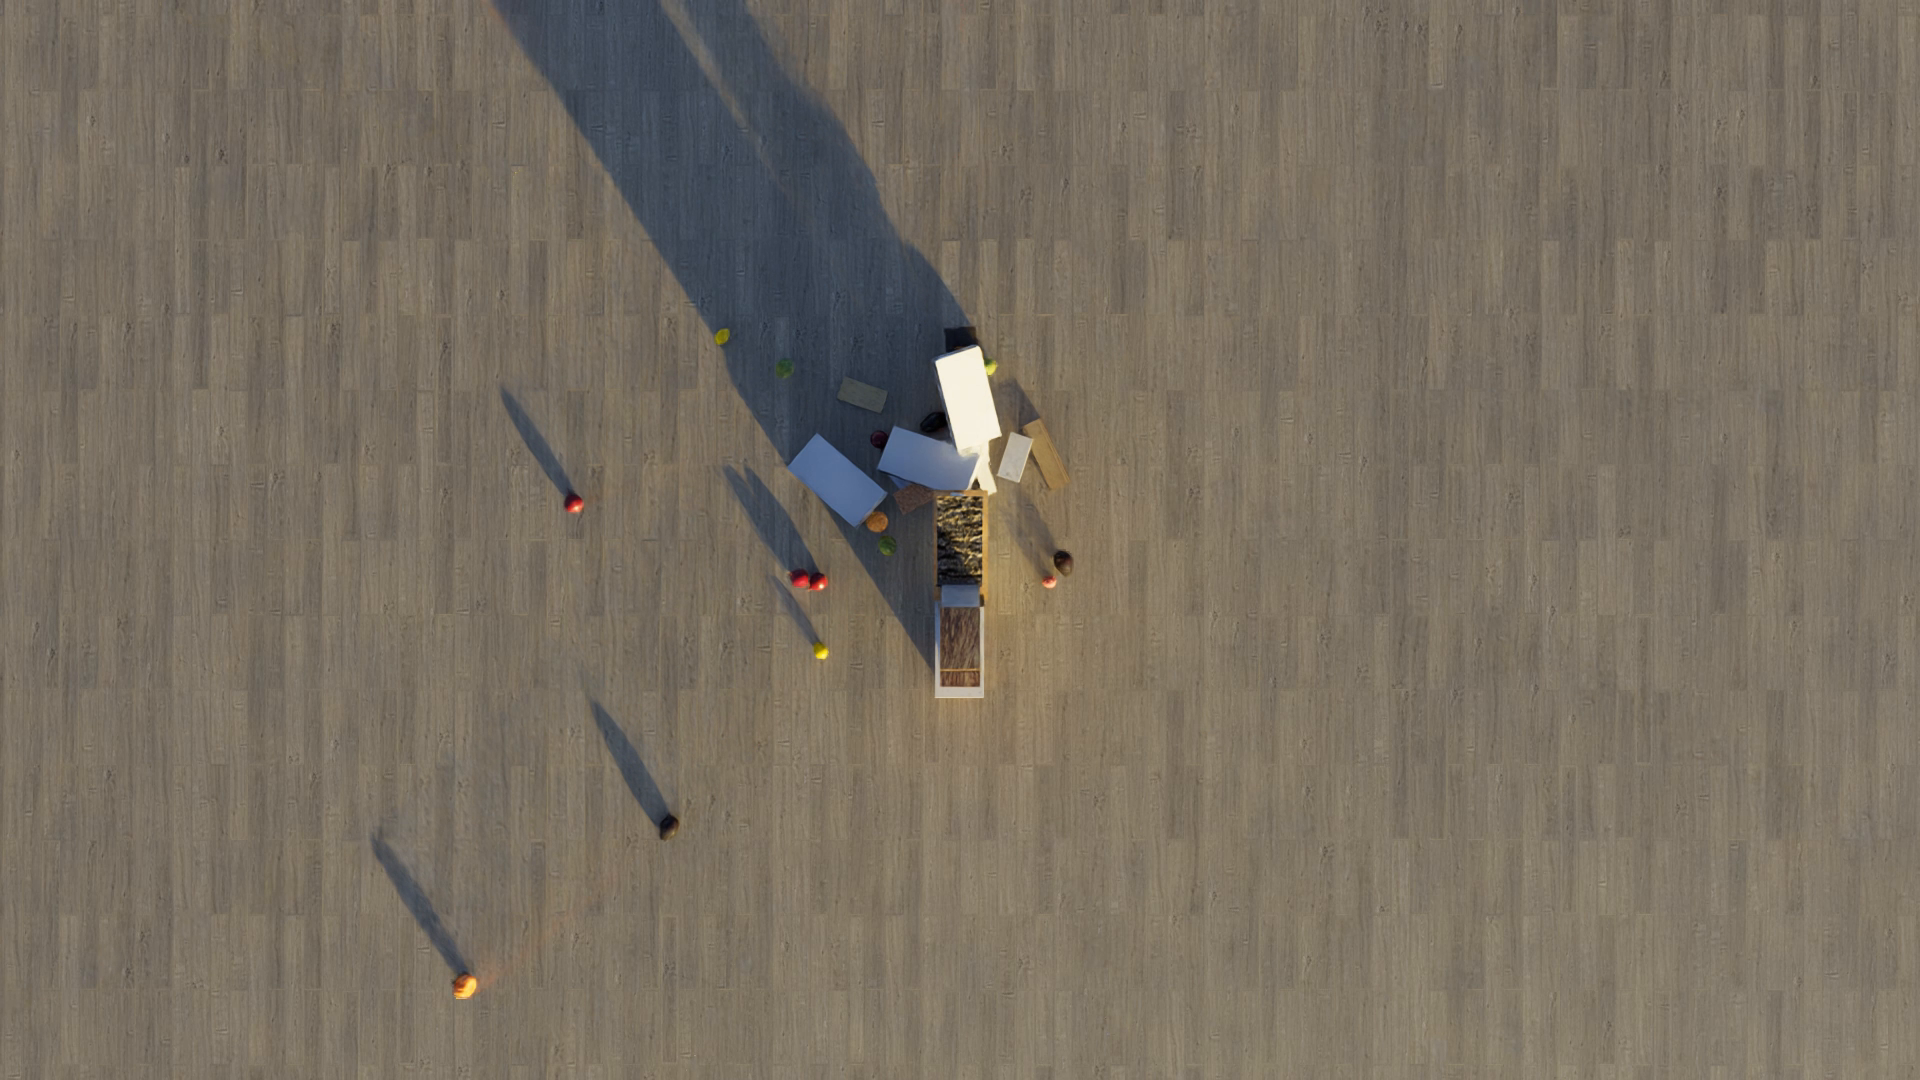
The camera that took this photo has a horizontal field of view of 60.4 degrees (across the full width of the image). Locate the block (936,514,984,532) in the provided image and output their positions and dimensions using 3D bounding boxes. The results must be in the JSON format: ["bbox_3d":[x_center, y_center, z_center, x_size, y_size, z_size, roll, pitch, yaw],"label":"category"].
[{"bbox_3d":[-0.001,-0.049,4.976,0.133,0.266,0.038,8,82,0],"label":"block"}]

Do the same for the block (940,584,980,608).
[{"bbox_3d":[0.000,0.190,4.711,0.110,0.220,0.031,0,114,0],"label":"block"}]

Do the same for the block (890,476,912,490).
[{"bbox_3d":[-0.175,-0.198,5.489,0.076,0.021,0.151,-41,90,0],"label":"block"}]

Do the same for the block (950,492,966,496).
[{"bbox_3d":[-0.012,-0.100,5.104,0.046,0.013,0.092,8,90,0],"label":"block"}]

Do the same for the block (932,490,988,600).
[{"bbox_3d":[0.001,0.015,5.135,0.171,0.048,0.341,0,90,0],"label":"block"}]

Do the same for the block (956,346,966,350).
[{"bbox_3d":[0.018,-0.553,5.393,0.078,0.022,0.156,7,93,-1],"label":"block"}]

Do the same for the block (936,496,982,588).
[{"bbox_3d":[0.000,0.004,4.824,0.133,0.038,0.266,0,91,0],"label":"block"}]

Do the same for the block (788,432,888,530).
[{"bbox_3d":[-0.405,-0.195,5.444,0.310,0.044,0.155,41,90,13],"label":"block"}]

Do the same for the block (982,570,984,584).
[{"bbox_3d":[0.001,0.107,4.978,0.133,0.266,0.038,0,91,0],"label":"block"}]

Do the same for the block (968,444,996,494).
[{"bbox_3d":[0.062,-0.266,5.453,0.046,0.013,0.246,-18,109,3],"label":"block"}]

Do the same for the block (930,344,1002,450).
[{"bbox_3d":[0.021,-0.462,5.344,0.155,0.044,0.311,-20,112,-14],"label":"block"}]

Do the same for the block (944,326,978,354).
[{"bbox_3d":[0.010,-0.594,5.416,0.103,0.029,0.206,-6,93,0],"label":"block"}]

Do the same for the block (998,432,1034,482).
[{"bbox_3d":[0.183,-0.275,5.477,0.076,0.021,0.151,19,96,6],"label":"block"}]

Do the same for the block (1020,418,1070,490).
[{"bbox_3d":[0.286,-0.286,5.489,0.076,0.021,0.232,-25,90,0],"label":"block"}]

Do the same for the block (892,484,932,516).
[{"bbox_3d":[-0.137,-0.153,5.468,0.156,0.022,0.078,-27,90,0],"label":"block"}]

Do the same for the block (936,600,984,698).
[{"bbox_3d":[-0.002,0.341,5.176,0.151,0.043,0.302,0,90,0],"label":"block"}]

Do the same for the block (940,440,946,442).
[{"bbox_3d":[-0.088,-0.303,5.493,0.092,0.013,0.046,-9,90,0],"label":"block"}]

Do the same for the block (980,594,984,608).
[{"bbox_3d":[0.018,0.188,5.000,0.110,0.221,0.031,-6,90,0],"label":"block"}]

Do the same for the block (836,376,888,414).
[{"bbox_3d":[-0.324,-0.482,5.489,0.156,0.022,0.078,19,90,0],"label":"block"}]

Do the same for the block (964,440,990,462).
[{"bbox_3d":[0.039,-0.354,5.447,0.103,0.029,0.206,-4,112,-2],"label":"block"}]

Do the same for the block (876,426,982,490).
[{"bbox_3d":[-0.100,-0.252,5.433,0.311,0.044,0.155,19,83,13],"label":"block"}]

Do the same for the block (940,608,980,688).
[{"bbox_3d":[-0.001,0.298,4.579,0.110,0.031,0.220,0,83,0],"label":"block"}]
